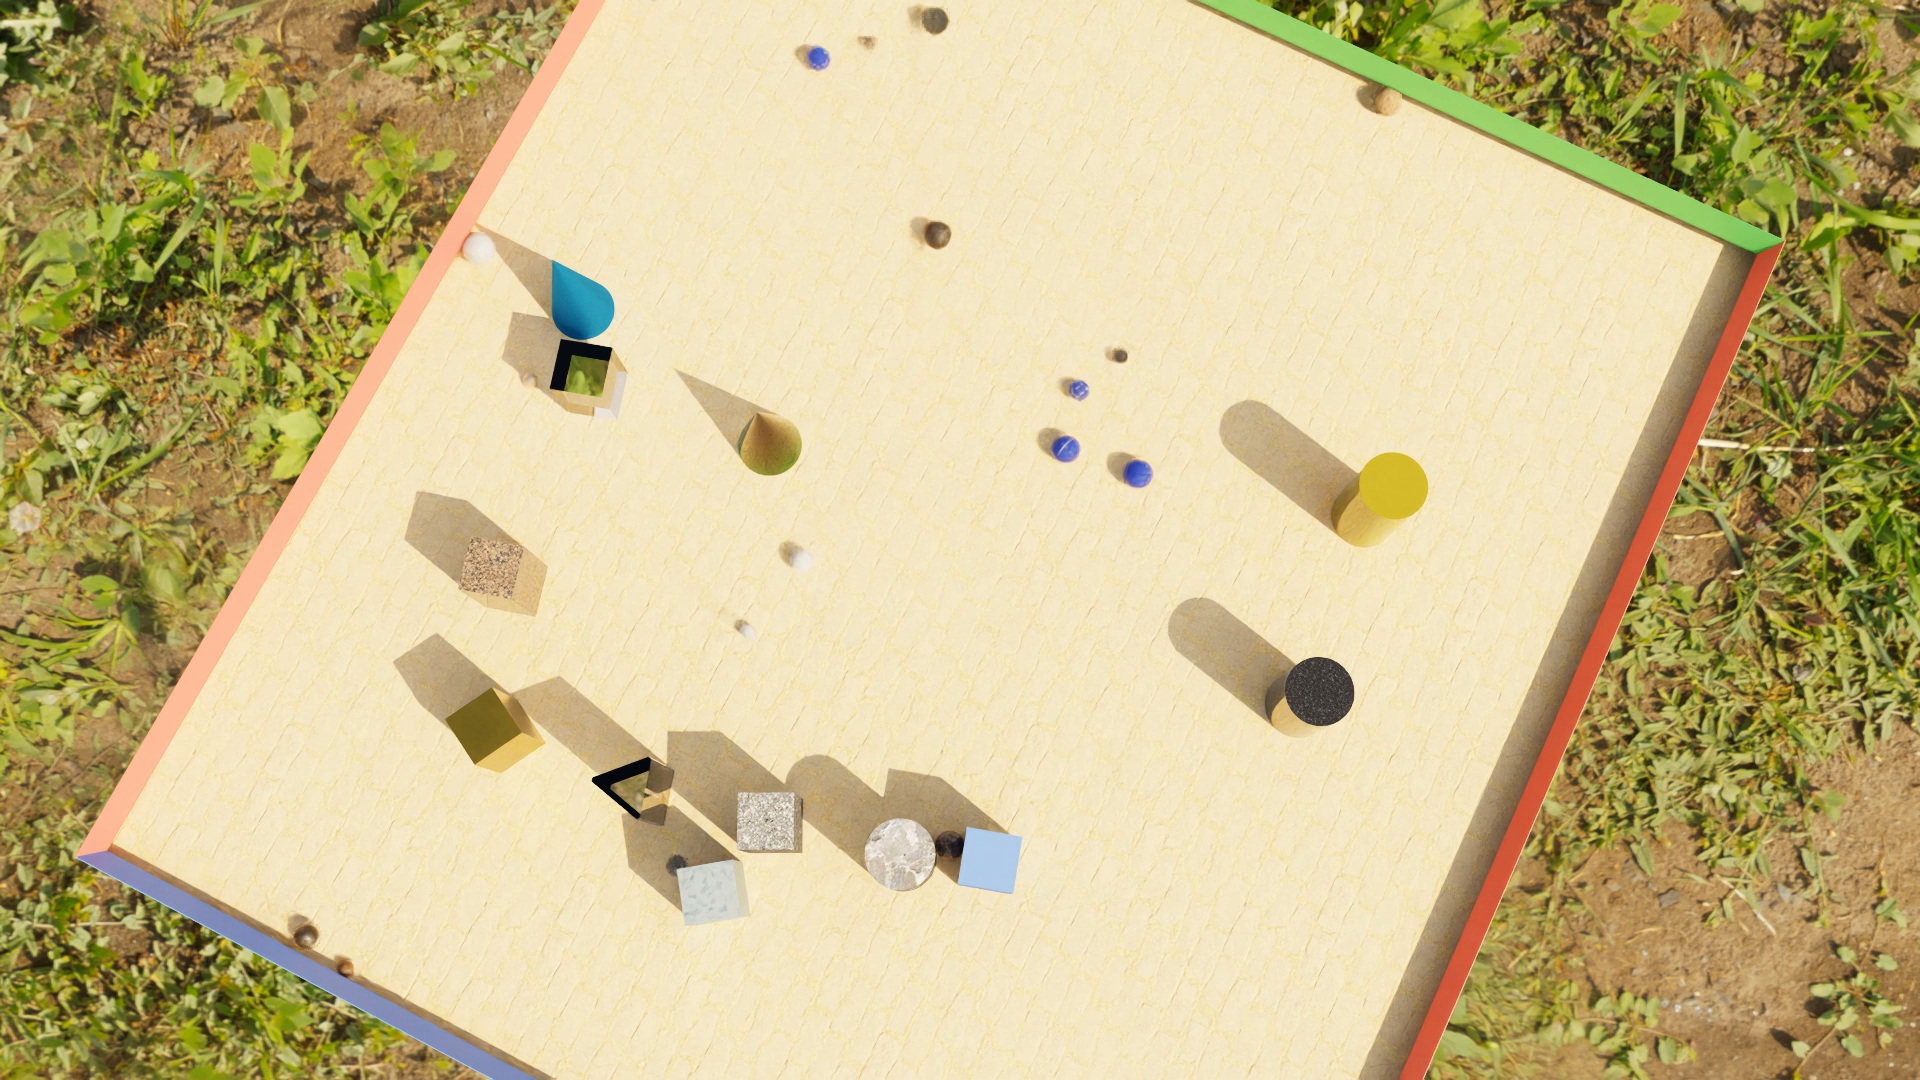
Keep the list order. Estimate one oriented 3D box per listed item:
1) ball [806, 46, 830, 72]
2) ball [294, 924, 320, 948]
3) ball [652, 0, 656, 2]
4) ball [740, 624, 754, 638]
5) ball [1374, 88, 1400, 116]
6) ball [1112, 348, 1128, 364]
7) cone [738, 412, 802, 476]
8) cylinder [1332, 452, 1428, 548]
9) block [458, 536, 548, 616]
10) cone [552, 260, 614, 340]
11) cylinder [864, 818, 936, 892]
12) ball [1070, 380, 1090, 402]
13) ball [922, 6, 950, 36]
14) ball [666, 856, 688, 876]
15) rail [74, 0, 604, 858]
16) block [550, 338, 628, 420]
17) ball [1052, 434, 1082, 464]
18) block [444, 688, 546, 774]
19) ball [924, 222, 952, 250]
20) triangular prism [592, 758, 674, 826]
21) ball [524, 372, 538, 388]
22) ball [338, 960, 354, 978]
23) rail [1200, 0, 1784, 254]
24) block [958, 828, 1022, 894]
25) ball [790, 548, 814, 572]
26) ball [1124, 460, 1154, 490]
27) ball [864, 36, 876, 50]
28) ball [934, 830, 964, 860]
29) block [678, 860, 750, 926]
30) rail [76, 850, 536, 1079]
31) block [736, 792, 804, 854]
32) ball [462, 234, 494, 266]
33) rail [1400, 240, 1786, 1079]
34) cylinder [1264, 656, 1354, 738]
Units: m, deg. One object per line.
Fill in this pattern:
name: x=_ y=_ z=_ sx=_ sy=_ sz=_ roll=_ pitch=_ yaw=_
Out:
ball: x=-0.455 y=-1.549 z=5.897 sx=0.079 sy=0.079 sz=0.079 roll=0 pitch=78 yaw=0
ball: x=-1.905 y=1.155 z=5.342 sx=0.069 sy=0.069 sz=0.069 roll=0 pitch=78 yaw=0
ball: x=-0.997 y=-1.775 z=5.961 sx=0.045 sy=0.045 sz=0.045 roll=0 pitch=78 yaw=0
ball: x=-0.643 y=0.274 z=5.538 sx=0.043 sy=0.043 sz=0.043 roll=0 pitch=78 yaw=0
ball: x=1.367 y=-1.402 z=5.864 sx=0.084 sy=0.084 sz=0.084 roll=0 pitch=78 yaw=0
ball: x=0.501 y=-0.572 z=5.710 sx=0.048 sy=0.048 sz=0.048 roll=0 pitch=78 yaw=0
cone: x=-0.588 y=-0.333 z=5.493 sx=0.198 sy=0.376 sz=0.198 roll=0 pitch=78 yaw=0
cylinder: x=1.239 y=-0.114 z=5.434 sx=0.198 sy=0.405 sz=0.198 roll=0 pitch=78 yaw=0
block: x=-1.351 y=0.112 z=5.434 sx=0.158 sy=0.313 sz=0.158 roll=11 pitch=79 yaw=2
cone: x=-1.185 y=-0.770 z=5.547 sx=0.198 sy=0.449 sz=0.198 roll=0 pitch=78 yaw=0
cylinder: x=-0.168 y=0.909 z=5.271 sx=0.198 sy=0.309 sz=0.198 roll=0 pitch=78 yaw=0
ball: x=0.372 y=-0.463 z=5.680 sx=0.064 sy=0.064 sz=0.064 roll=0 pitch=78 yaw=0
ball: x=-0.080 y=-1.676 z=5.918 sx=0.089 sy=0.089 sz=0.089 roll=0 pitch=78 yaw=0
ball: x=-0.832 y=0.959 z=5.387 sx=0.062 sy=0.062 sz=0.062 roll=0 pitch=78 yaw=0
rail: x=-1.649 y=-0.801 z=5.716 sx=0.045 sy=0.129 sz=3.973 roll=26 pitch=80 yaw=5
block: x=-1.129 y=-0.486 z=5.586 sx=0.158 sy=0.258 sz=0.158 roll=10 pitch=78 yaw=2
ball: x=0.328 y=-0.279 z=5.629 sx=0.088 sy=0.088 sz=0.088 roll=0 pitch=78 yaw=0
block: x=-1.351 y=0.558 z=5.344 sx=0.158 sy=0.308 sz=0.158 roll=-35 pitch=80 yaw=-7
ball: x=-0.070 y=-0.960 z=5.771 sx=0.087 sy=0.087 sz=0.087 roll=0 pitch=78 yaw=0
triangular prism: x=-0.903 y=0.699 z=5.258 sx=0.171 sy=0.419 sz=0.148 roll=39 pitch=81 yaw=7
ball: x=-1.334 y=-0.497 z=5.695 sx=0.048 sy=0.048 sz=0.048 roll=0 pitch=78 yaw=0
ball: x=-1.787 y=1.249 z=5.334 sx=0.047 sy=0.047 sz=0.047 roll=0 pitch=78 yaw=0
rail: x=0.878 y=-1.712 z=5.904 sx=3.735 sy=0.129 sz=0.045 roll=26 pitch=80 yaw=5
block: x=0.085 y=0.927 z=5.281 sx=0.158 sy=0.282 sz=0.158 roll=9 pitch=78 yaw=2
ball: x=-0.481 y=0.062 z=5.567 sx=0.072 sy=0.072 sz=0.072 roll=0 pitch=78 yaw=0
ball: x=0.547 y=-0.202 z=5.612 sx=0.092 sy=0.092 sz=0.092 roll=0 pitch=78 yaw=0
ball: x=-0.291 y=-1.607 z=5.928 sx=0.041 sy=0.041 sz=0.041 roll=0 pitch=78 yaw=0
ball: x=-0.031 y=0.897 z=5.387 sx=0.086 sy=0.086 sz=0.086 roll=0 pitch=78 yaw=0
block: x=-0.707 y=1.017 z=5.278 sx=0.158 sy=0.252 sz=0.158 roll=-10 pitch=78 yaw=-2
rail: x=-0.878 y=1.726 z=5.193 sx=3.735 sy=0.129 sz=0.045 roll=26 pitch=80 yaw=5
block: x=-0.546 y=0.819 z=5.291 sx=0.158 sy=0.305 sz=0.158 roll=0 pitch=78 yaw=0
ball: x=-1.512 y=-0.912 z=5.755 sx=0.099 sy=0.099 sz=0.099 roll=0 pitch=78 yaw=0
rail: x=1.649 y=0.814 z=5.381 sx=0.045 sy=0.129 sz=3.973 roll=26 pitch=80 yaw=5
cylinder: x=1.016 y=0.463 z=5.344 sx=0.198 sy=0.346 sz=0.198 roll=0 pitch=78 yaw=0
